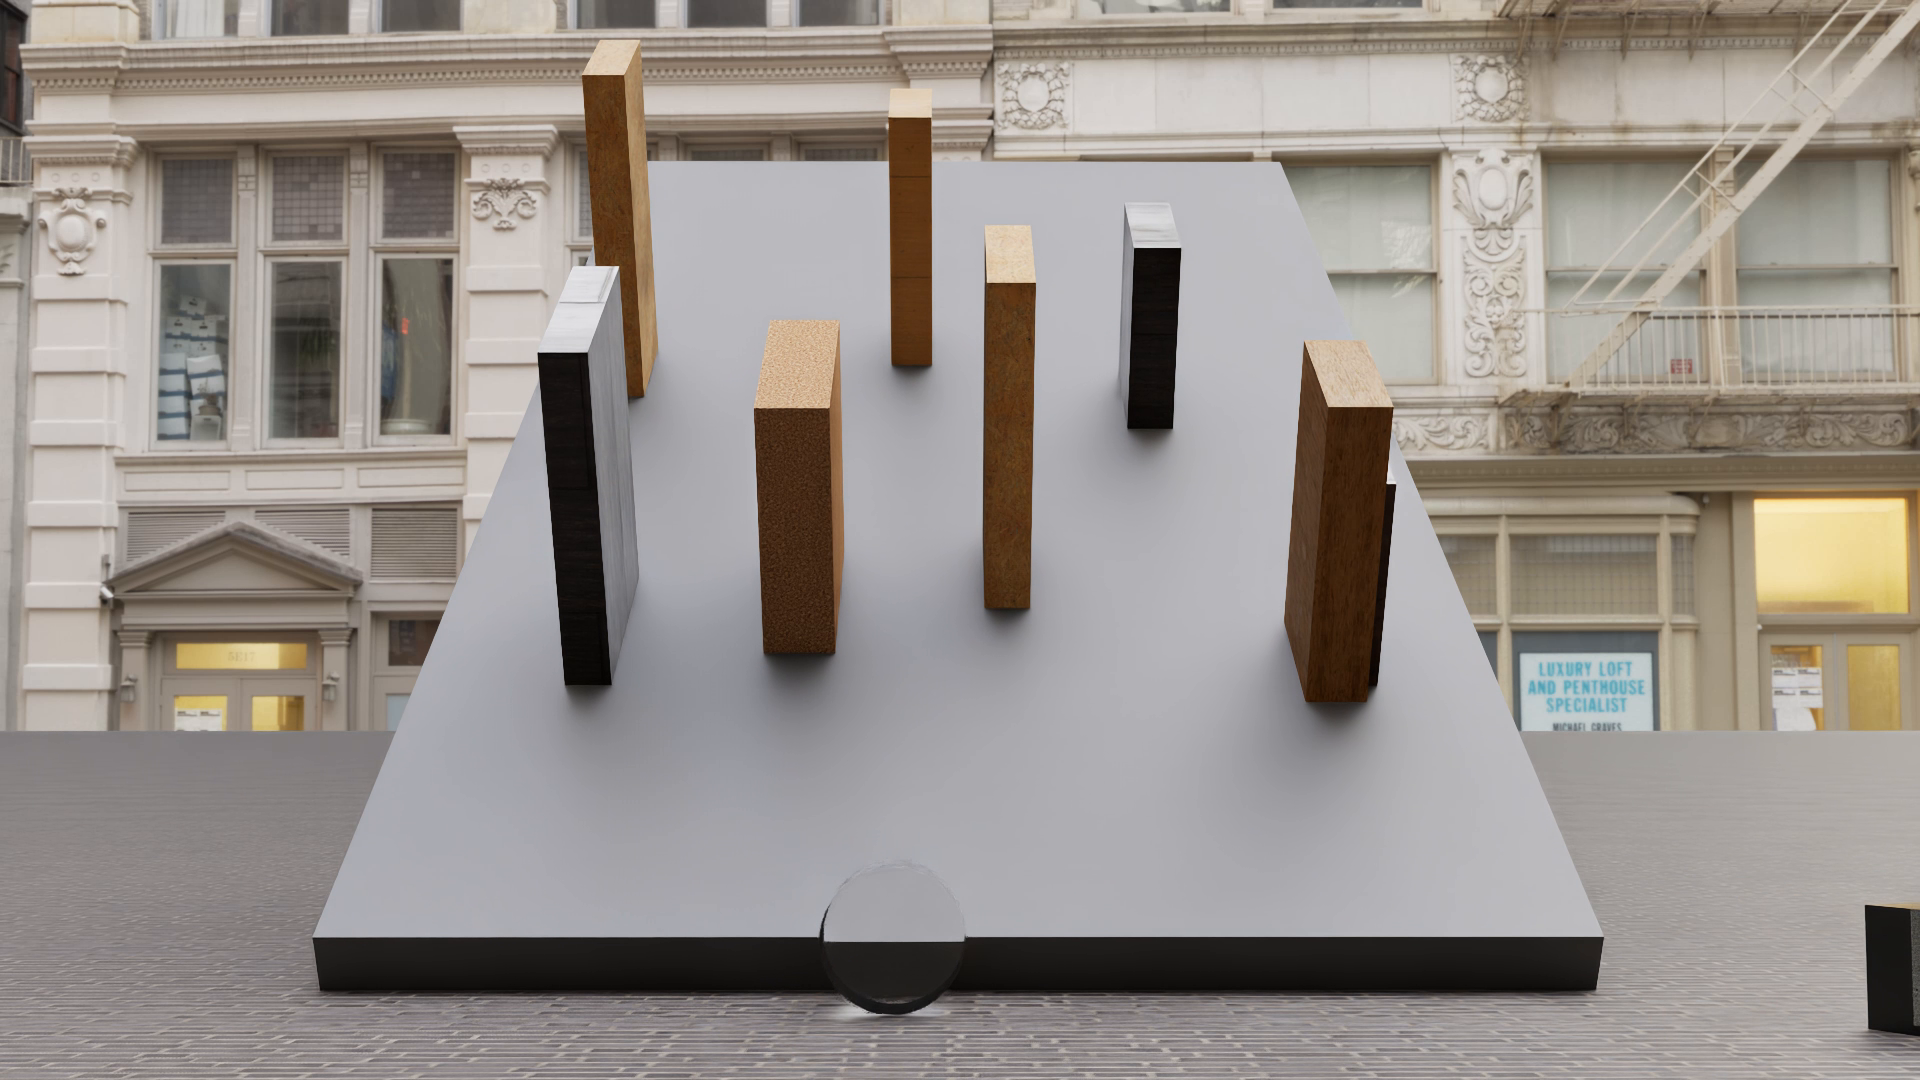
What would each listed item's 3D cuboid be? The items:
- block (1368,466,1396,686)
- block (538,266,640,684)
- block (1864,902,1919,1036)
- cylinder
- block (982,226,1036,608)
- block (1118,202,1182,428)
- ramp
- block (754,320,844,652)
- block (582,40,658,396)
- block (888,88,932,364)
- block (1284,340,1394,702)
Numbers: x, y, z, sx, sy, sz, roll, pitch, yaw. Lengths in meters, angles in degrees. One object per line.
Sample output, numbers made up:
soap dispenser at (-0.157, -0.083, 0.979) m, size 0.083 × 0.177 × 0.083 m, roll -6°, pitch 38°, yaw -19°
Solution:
block at (0.730, 0.022, 4.394) m, size 0.082 × 0.410 × 0.279 m, roll 0°, pitch 26°, yaw 0°
block at (-0.686, -0.124, 4.402) m, size 0.087 × 0.659 × 0.435 m, roll 0°, pitch 26°, yaw 0°
block at (1.351, 0.580, 3.188) m, size 0.168 × 0.168 × 0.168 m, roll 2°, pitch -5°, yaw -26°
cylinder at (-0.098, 0.583, 3.487) m, size 0.210 × 0.210 × 0.210 m, roll 0°, pitch -2°, yaw -3°
block at (0.093, -0.241, 4.623) m, size 0.090 × 0.676 × 0.324 m, roll 0°, pitch 26°, yaw 0°
block at (0.436, -0.521, 5.460) m, size 0.105 × 0.436 × 0.316 m, roll 0°, pitch 26°, yaw 0°
ramp at (-0.010, -0.228, 5.470) m, size 2.000 × 0.100 × 4.000 m, roll 0°, pitch 26°, yaw 0°
block at (-0.304, -0.109, 4.550) m, size 0.136 × 0.502 × 0.439 m, roll 0°, pitch 26°, yaw 0°
block at (-0.793, -0.753, 5.543) m, size 0.094 × 0.772 × 0.304 m, roll 0°, pitch 26°, yaw 0°
block at (-0.118, -0.759, 5.731) m, size 0.100 × 0.619 × 0.243 m, roll 0°, pitch 26°, yaw 0°
block at (0.686, -0.035, 4.314) m, size 0.112 × 0.584 × 0.310 m, roll 0°, pitch 26°, yaw 0°
